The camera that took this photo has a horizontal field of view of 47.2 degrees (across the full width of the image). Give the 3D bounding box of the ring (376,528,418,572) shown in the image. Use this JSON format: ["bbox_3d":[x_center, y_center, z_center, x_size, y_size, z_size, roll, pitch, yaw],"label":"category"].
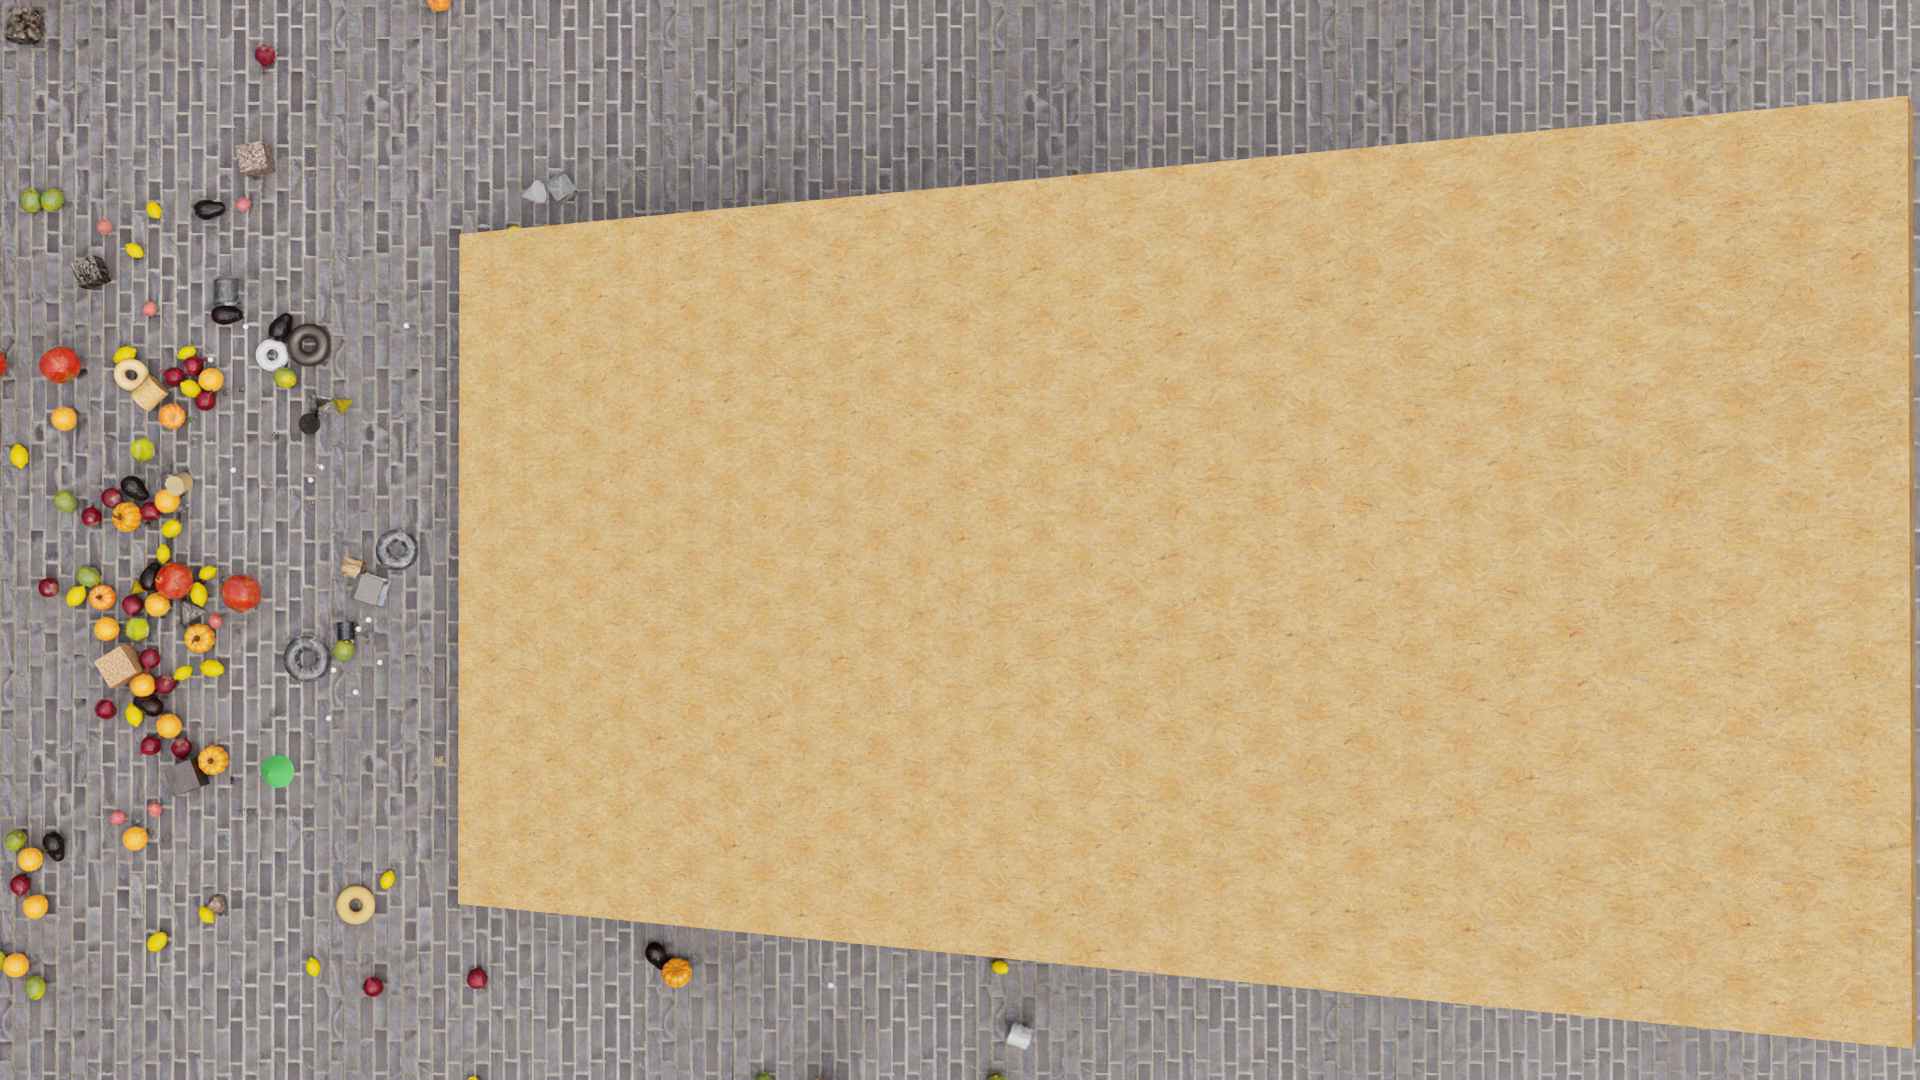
[{"bbox_3d":[-1.698,0.030,6.635,0.129,0.043,0.129,0,90,-1],"label":"ring"}]

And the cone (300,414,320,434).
[{"bbox_3d":[-1.970,-0.352,6.628,0.065,0.065,0.065,0,89,0],"label":"cone"}]

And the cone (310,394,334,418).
[{"bbox_3d":[-1.919,-0.414,6.645,0.072,0.072,0.072,-18,89,-27],"label":"cone"}]

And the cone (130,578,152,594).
[{"bbox_3d":[-2.469,0.146,6.643,0.055,0.055,0.055,19,89,-26],"label":"cone"}]

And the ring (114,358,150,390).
[{"bbox_3d":[-2.499,-0.498,6.632,0.103,0.034,0.103,-3,115,-7],"label":"ring"}]

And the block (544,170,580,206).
[{"bbox_3d":[-1.200,-1.062,6.633,0.069,0.069,0.069,-32,90,0],"label":"block"}]

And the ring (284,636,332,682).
[{"bbox_3d":[-1.967,0.359,6.630,0.145,0.048,0.145,0,90,-1],"label":"ring"}]

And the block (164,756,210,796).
[{"bbox_3d":[-2.324,0.711,6.606,0.087,0.087,0.087,-21,89,0],"label":"block"}]

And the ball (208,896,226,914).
[{"bbox_3d":[-2.238,1.098,6.620,0.052,0.052,0.052,0,89,0],"label":"ball"}]

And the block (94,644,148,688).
[{"bbox_3d":[-2.521,0.379,6.607,0.092,0.092,0.092,-32,90,0],"label":"block"}]

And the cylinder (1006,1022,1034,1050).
[{"bbox_3d":[0.179,1.490,6.610,0.063,0.063,0.063,26,89,12],"label":"cylinder"}]

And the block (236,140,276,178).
[{"bbox_3d":[-2.122,-1.148,6.627,0.083,0.083,0.083,-11,89,0],"label":"block"}]

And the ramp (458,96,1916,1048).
[{"bbox_3d":[0.273,0.076,5.636,4.000,0.100,2.000,0,89,29],"label":"ramp"}]

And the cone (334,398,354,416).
[{"bbox_3d":[-1.856,-0.412,6.648,0.056,0.056,0.056,-27,89,-27],"label":"cone"}]

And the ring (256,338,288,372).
[{"bbox_3d":[-2.078,-0.559,6.646,0.100,0.033,0.100,0,90,-1],"label":"ring"}]

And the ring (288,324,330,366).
[{"bbox_3d":[-1.967,-0.589,6.641,0.132,0.044,0.132,0,88,1],"label":"ring"}]

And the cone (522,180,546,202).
[{"bbox_3d":[-1.299,-1.047,6.652,0.069,0.069,0.069,-8,89,27],"label":"cone"}]

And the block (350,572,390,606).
[{"bbox_3d":[-1.774,0.149,6.614,0.082,0.082,0.082,17,89,0],"label":"block"}]

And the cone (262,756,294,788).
[{"bbox_3d":[-2.063,0.700,6.600,0.099,0.099,0.099,0,89,0],"label":"cone"}]

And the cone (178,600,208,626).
[{"bbox_3d":[-2.308,0.217,6.636,0.082,0.082,0.082,-5,89,-27],"label":"cone"}]

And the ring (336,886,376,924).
[{"bbox_3d":[-1.821,1.100,6.626,0.118,0.039,0.118,0,88,1],"label":"ring"}]

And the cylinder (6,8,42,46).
[{"bbox_3d":[-2.820,-1.548,6.626,0.092,0.092,0.092,15,107,0],"label":"cylinder"}]

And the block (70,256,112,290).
[{"bbox_3d":[-2.619,-0.806,6.628,0.074,0.074,0.074,-21,89,0],"label":"block"}]

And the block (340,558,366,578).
[{"bbox_3d":[-1.827,0.085,6.629,0.055,0.055,0.055,14,89,0],"label":"block"}]

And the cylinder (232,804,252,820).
[{"bbox_3d":[-2.167,0.821,6.633,0.050,0.050,0.050,0,85,-5],"label":"cylinder"}]

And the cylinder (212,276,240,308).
[{"bbox_3d":[-2.210,-0.748,6.628,0.072,0.072,0.072,-18,66,0],"label":"cylinder"}]

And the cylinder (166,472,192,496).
[{"bbox_3d":[-2.351,-0.170,6.621,0.059,0.059,0.059,2,106,6],"label":"cylinder"}]
